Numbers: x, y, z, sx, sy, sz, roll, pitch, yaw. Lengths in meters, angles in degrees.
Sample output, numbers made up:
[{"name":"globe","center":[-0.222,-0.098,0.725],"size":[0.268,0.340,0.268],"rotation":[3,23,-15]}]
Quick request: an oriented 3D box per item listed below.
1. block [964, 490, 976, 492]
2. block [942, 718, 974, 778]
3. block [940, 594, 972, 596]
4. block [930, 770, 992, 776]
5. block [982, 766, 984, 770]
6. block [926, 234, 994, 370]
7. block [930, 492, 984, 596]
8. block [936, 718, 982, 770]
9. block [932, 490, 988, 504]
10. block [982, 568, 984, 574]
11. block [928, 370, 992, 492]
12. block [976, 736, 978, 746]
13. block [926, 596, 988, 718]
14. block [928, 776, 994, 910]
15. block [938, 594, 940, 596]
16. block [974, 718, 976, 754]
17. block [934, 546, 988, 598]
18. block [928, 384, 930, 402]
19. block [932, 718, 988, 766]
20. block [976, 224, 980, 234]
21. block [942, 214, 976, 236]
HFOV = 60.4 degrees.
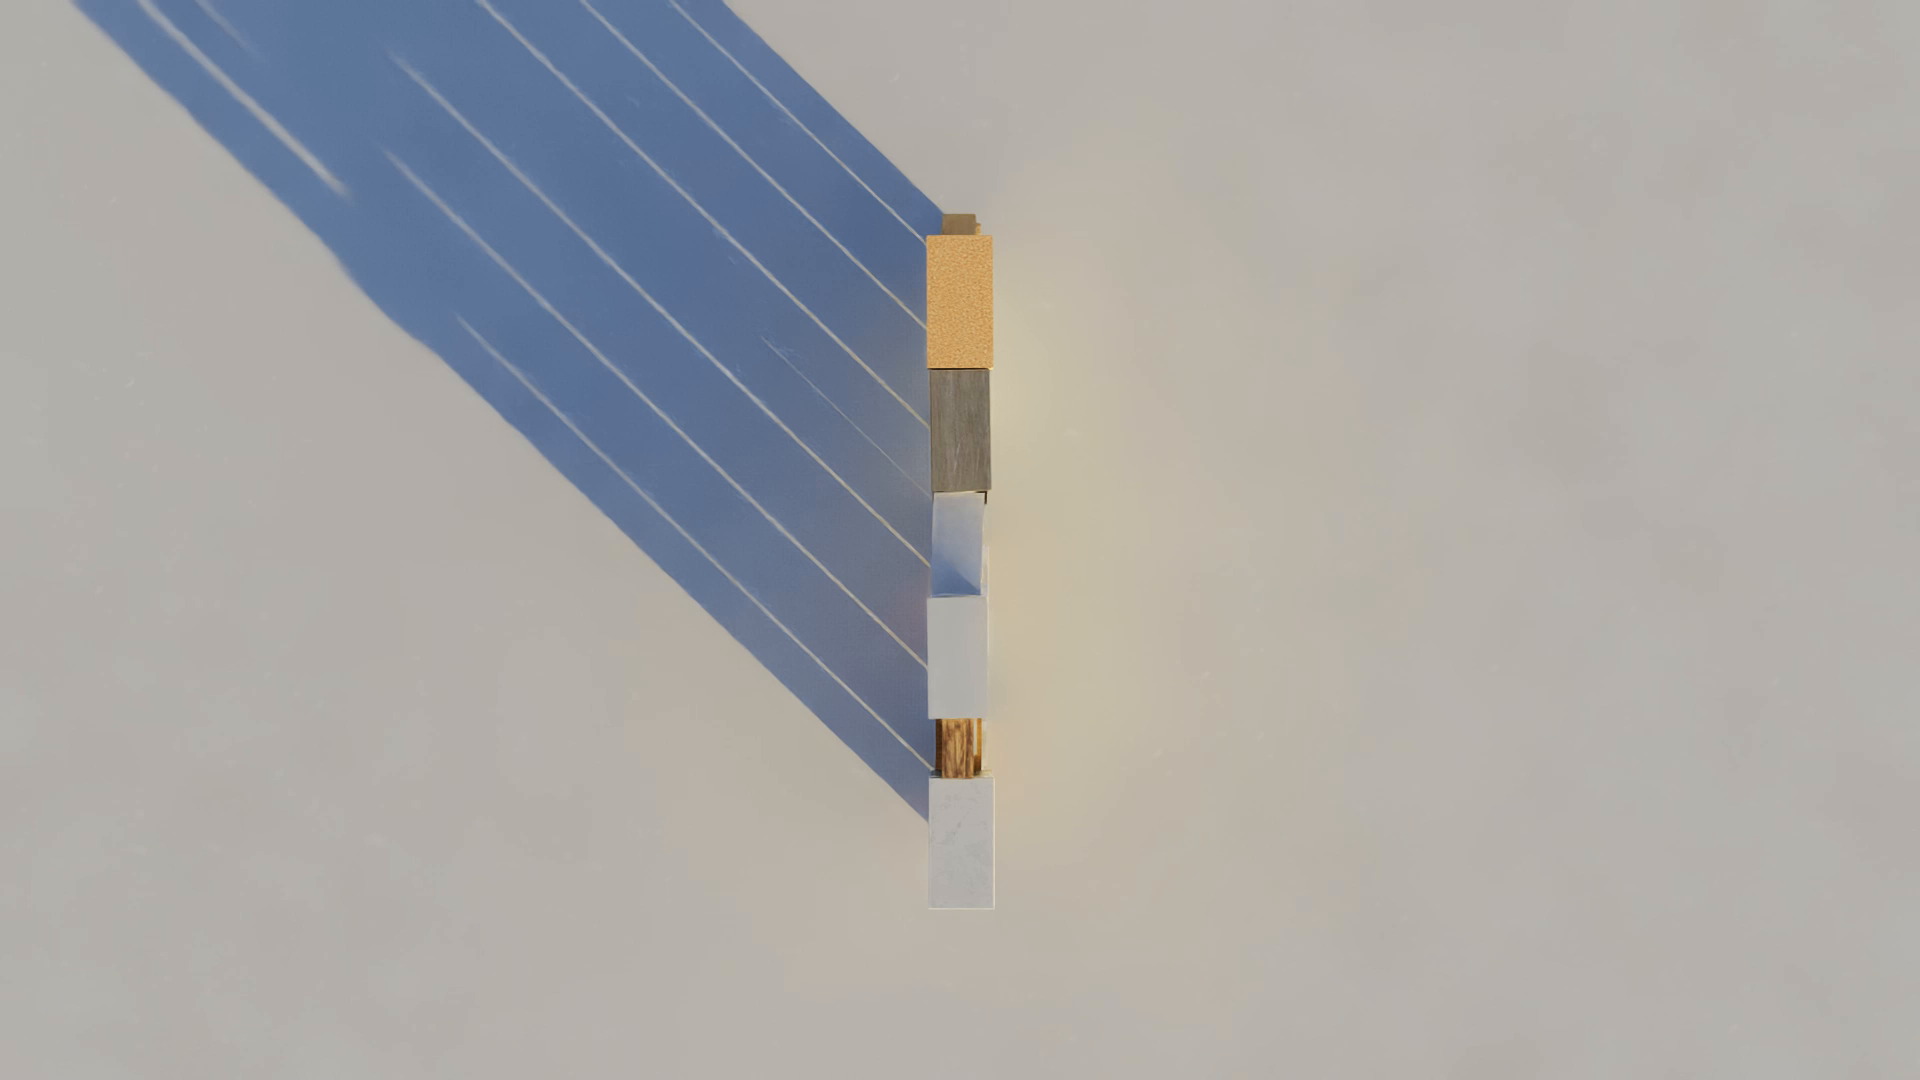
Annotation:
[{"name":"block","center":[-0.003,-0.120,4.577],"size":[0.091,0.026,0.183],"rotation":[0,90,0]},{"name":"block","center":[-0.006,0.551,4.405],"size":[0.084,0.024,0.167],"rotation":[1,90,0]},{"name":"block","center":[-0.003,0.072,4.715],"size":[0.098,0.028,0.196],"rotation":[3,89,-1]},{"name":"block","center":[0.004,0.695,4.630],"size":[0.175,0.349,0.049],"rotation":[0,90,0]},{"name":"block","center":[0.000,0.853,5.182],"size":[0.148,0.042,0.297],"rotation":[0,90,0]},{"name":"block","center":[0.000,-0.608,4.228],"size":[0.169,0.048,0.338],"rotation":[0,90,0]},{"name":"block","center":[-0.007,0.009,4.276],"size":[0.132,0.037,0.264],"rotation":[2,88,1]},{"name":"block","center":[-0.005,0.612,4.823],"size":[0.134,0.038,0.268],"rotation":[0,90,0]},{"name":"block","center":[0.000,-0.278,5.141],"size":[0.168,0.048,0.336],"rotation":[0,90,0]},{"name":"block","center":[-0.005,0.097,4.495],"size":[0.132,0.407,0.037],"rotation":[3,91,1]},{"name":"block","center":[0.001,-0.281,4.233],"size":[0.154,0.044,0.309],"rotation":[-1,90,0]},{"name":"block","center":[0.000,0.564,4.708],"size":[0.096,0.192,0.027],"rotation":[0,90,0]},{"name":"block","center":[-0.006,0.302,4.253],"size":[0.155,0.044,0.311],"rotation":[-1,90,0]},{"name":"block","center":[0.004,0.811,4.430],"size":[0.175,0.049,0.349],"rotation":[0,90,0]},{"name":"block","center":[-0.019,0.089,4.938],"size":[0.082,0.023,0.164],"rotation":[4,90,-3]},{"name":"block","center":[-0.002,0.498,4.599],"size":[0.096,0.027,0.192],"rotation":[0,90,0]},{"name":"block","center":[0.005,0.186,5.141],"size":[0.167,0.047,0.335],"rotation":[0,90,0]},{"name":"block","center":[-0.003,-0.383,4.462],"size":[0.154,0.414,0.044],"rotation":[0,90,0]},{"name":"block","center":[0.000,0.529,5.135],"size":[0.171,0.048,0.341],"rotation":[0,90,0]},{"name":"block","center":[0.003,-0.876,5.231],"size":[0.126,0.036,0.251],"rotation":[0,90,0]},{"name":"block","center":[-0.003,-0.884,4.996],"size":[0.102,0.029,0.203],"rotation":[0,90,0]}]
